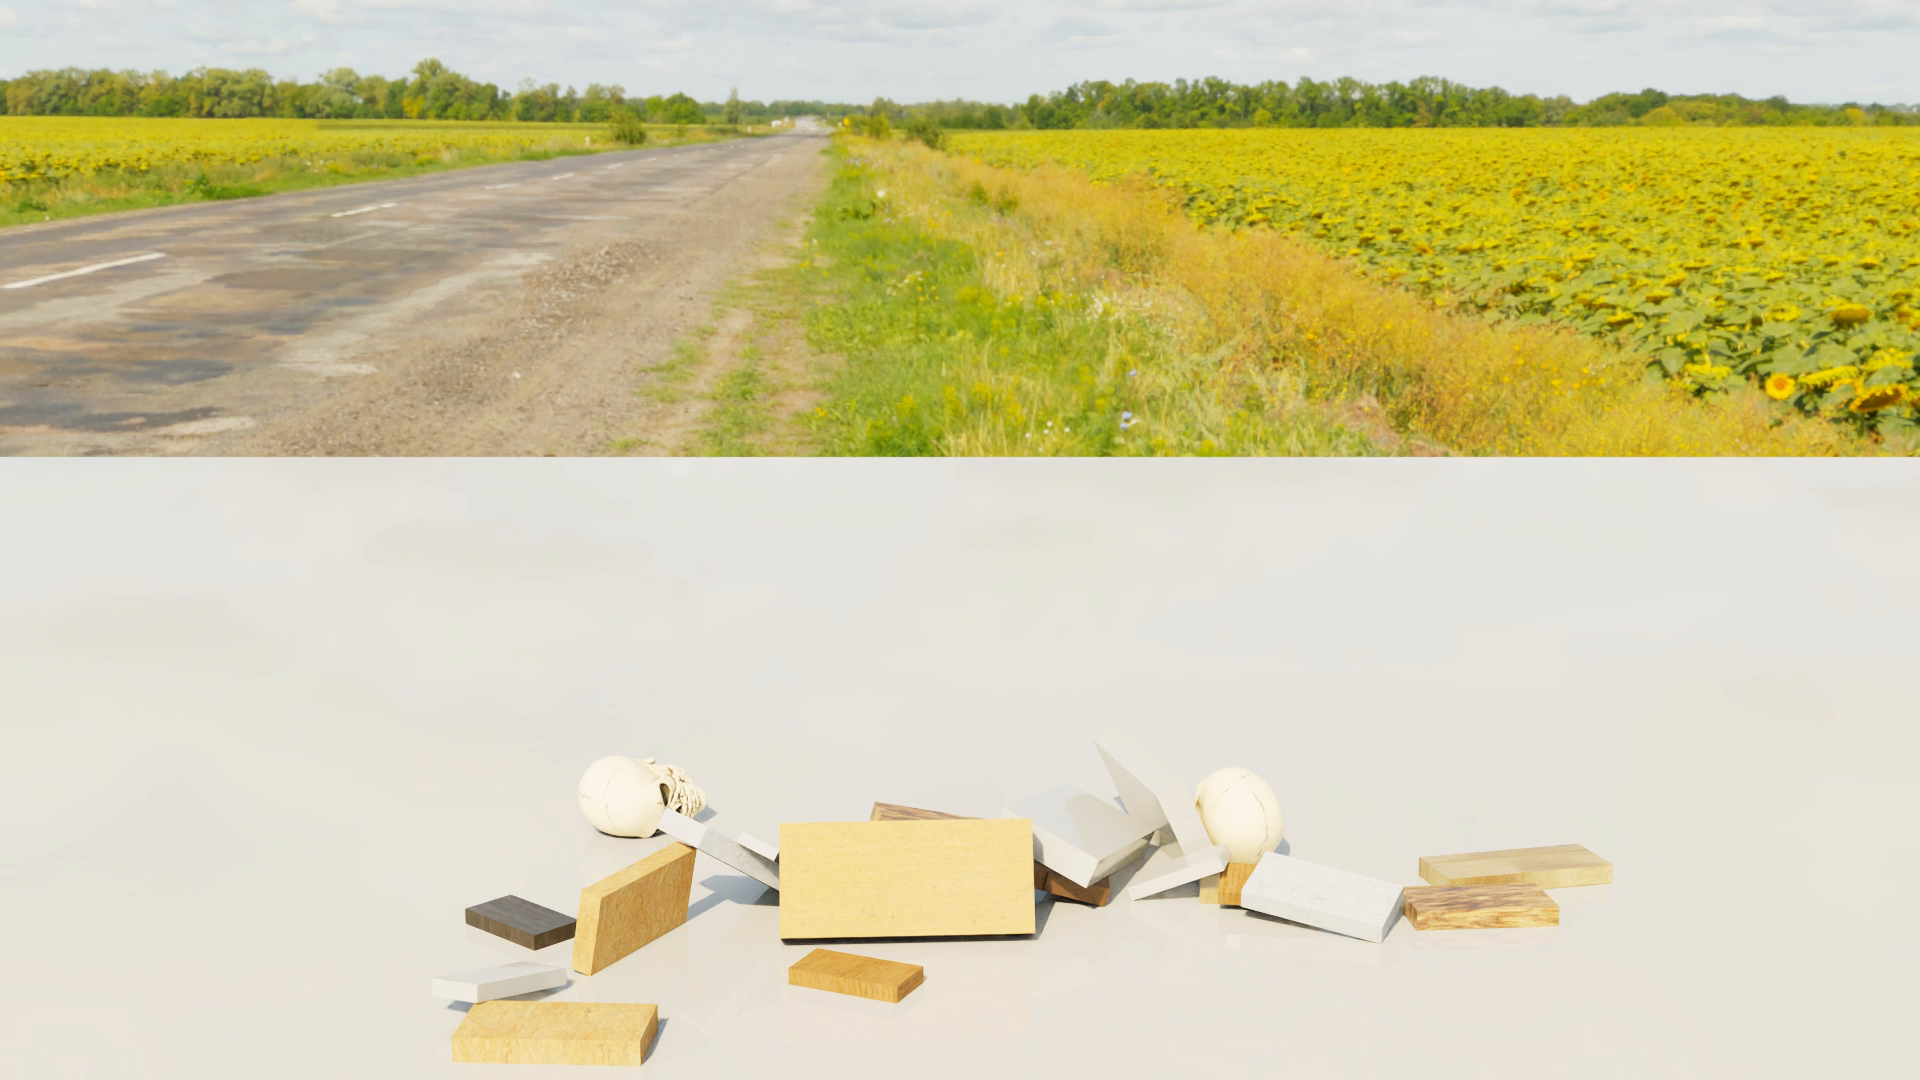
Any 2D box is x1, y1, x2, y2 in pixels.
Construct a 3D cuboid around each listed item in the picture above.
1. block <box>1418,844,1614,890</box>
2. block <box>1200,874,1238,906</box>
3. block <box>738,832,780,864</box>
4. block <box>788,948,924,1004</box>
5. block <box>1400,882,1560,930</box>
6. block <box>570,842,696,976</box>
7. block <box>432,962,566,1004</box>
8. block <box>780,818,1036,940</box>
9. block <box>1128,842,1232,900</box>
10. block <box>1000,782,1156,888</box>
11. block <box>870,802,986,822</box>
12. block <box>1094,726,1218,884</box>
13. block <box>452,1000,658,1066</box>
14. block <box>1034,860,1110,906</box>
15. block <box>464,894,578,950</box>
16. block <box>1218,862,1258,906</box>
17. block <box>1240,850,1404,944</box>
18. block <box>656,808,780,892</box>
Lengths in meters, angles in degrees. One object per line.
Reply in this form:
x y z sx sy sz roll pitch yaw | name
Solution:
0.943 0.561 3.736 0.300 0.033 0.116 -3 11 -14 | block
0.482 0.581 3.651 0.166 0.023 0.083 1 11 6 | block
-0.316 0.499 3.542 0.065 0.018 0.131 26 -11 8 | block
-0.155 0.649 3.280 0.180 0.026 0.090 5 12 24 | block
0.837 0.593 3.562 0.232 0.033 0.116 -1 11 -5 | block
-0.504 0.569 3.414 0.037 0.130 0.259 17 17 23 | block
-0.669 0.643 3.203 0.090 0.025 0.180 0 -1 33 | block
-0.084 0.534 3.467 0.398 0.178 0.050 -1 -12 -3 | block
0.364 0.549 3.647 0.166 0.023 0.083 -22 4 18 | block
0.197 0.494 3.719 0.178 0.050 0.356 27 10 17 | block
-0.026 0.481 3.597 0.225 0.032 0.113 11 13 -18 | block
0.345 0.460 3.868 0.050 0.178 0.356 -28 16 -8 | block
-0.560 0.685 3.057 0.259 0.037 0.130 1 11 3 | block
0.134 0.546 3.653 0.225 0.032 0.113 15 12 -2 | block
-0.697 0.608 3.501 0.180 0.025 0.090 9 14 41 | block
0.508 0.567 3.601 0.166 0.023 0.083 3 28 9 | block
0.581 0.571 3.527 0.232 0.033 0.116 12 31 24 | block
-0.358 0.517 3.577 0.259 0.037 0.130 35 -13 -36 | block
